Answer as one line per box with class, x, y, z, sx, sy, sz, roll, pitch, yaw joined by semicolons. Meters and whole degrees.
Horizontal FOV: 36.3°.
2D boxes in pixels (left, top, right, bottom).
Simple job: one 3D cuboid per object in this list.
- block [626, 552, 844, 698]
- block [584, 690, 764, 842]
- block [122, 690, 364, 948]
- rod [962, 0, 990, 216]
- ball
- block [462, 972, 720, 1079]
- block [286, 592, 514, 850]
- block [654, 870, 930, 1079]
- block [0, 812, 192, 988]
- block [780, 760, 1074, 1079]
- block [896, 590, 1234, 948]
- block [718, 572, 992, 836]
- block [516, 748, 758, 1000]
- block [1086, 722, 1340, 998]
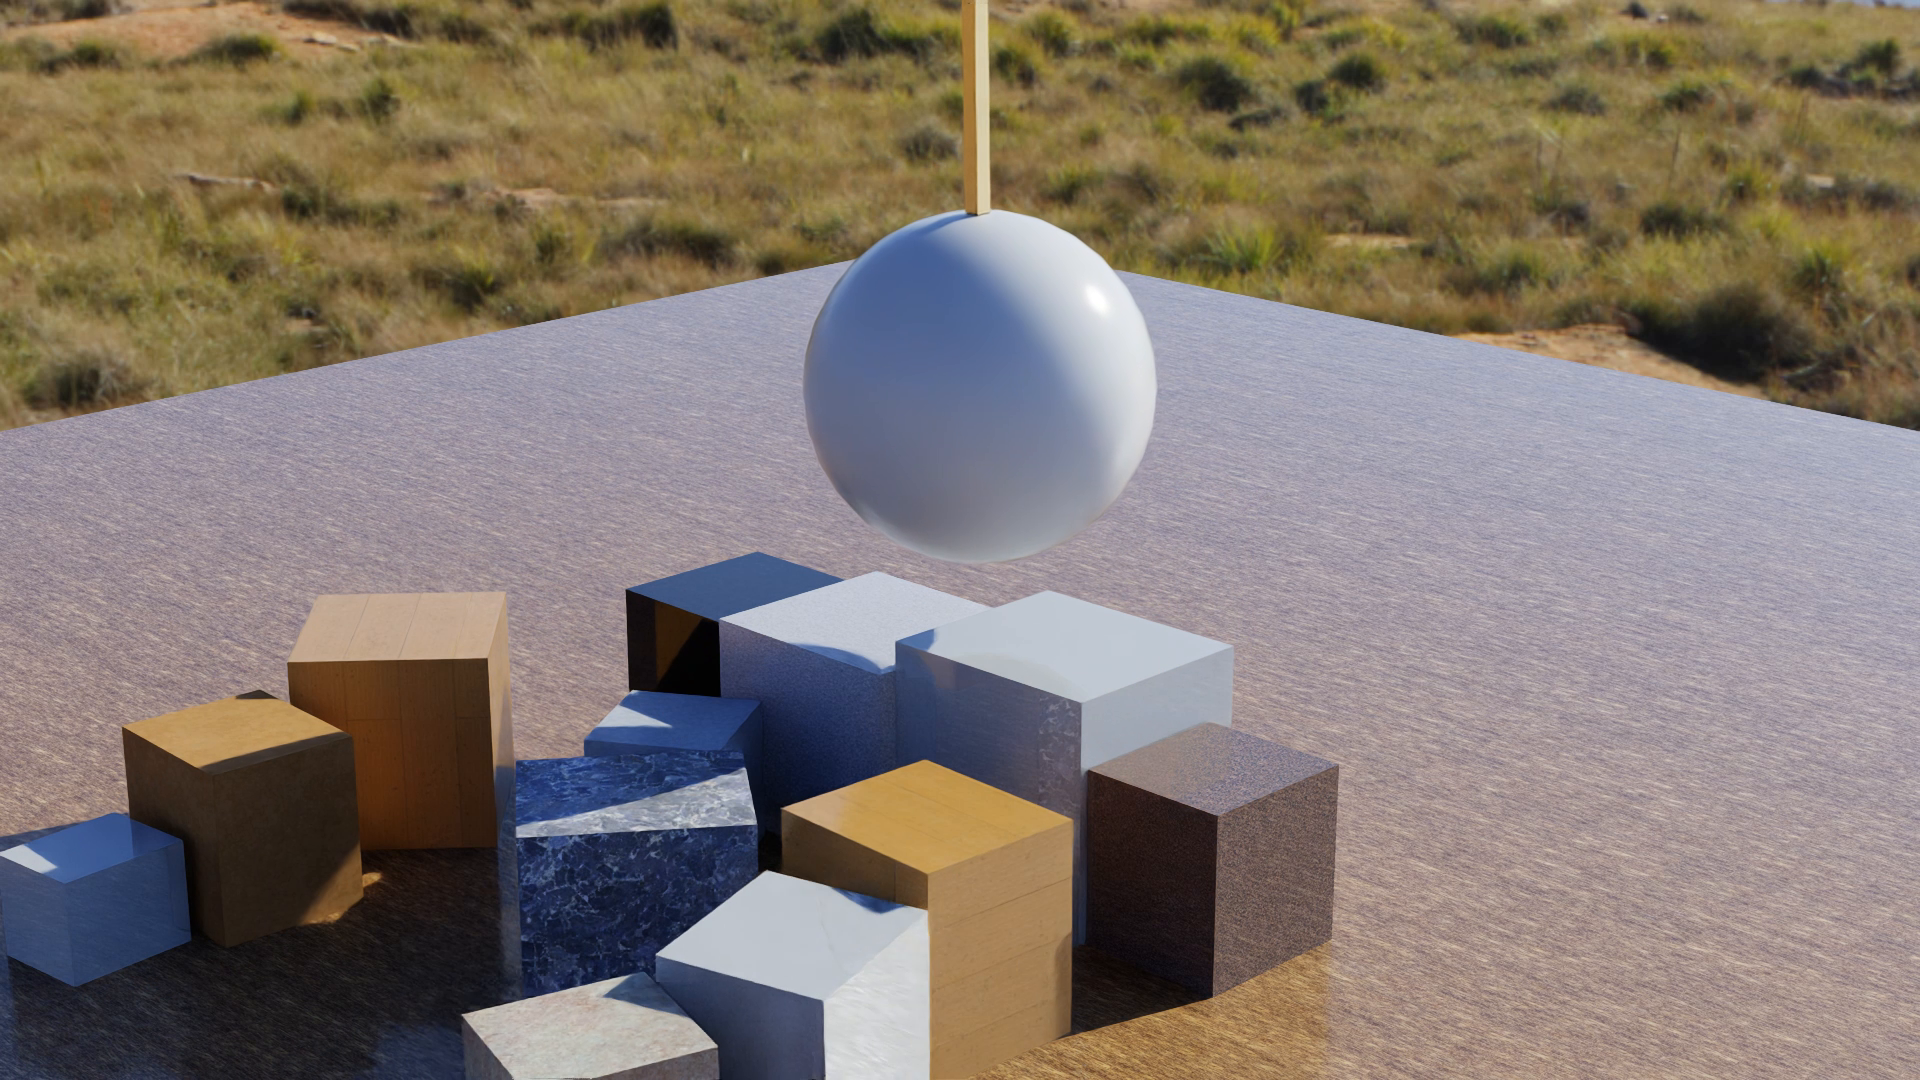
block;-1.066;0.677;14.645;0.867;0.928;0.793;-17;24;-42
block;-1.311;1.149;13.554;0.638;0.679;0.659;4;18;13
block;-3.200;1.229;13.094;0.691;0.804;0.803;-15;23;-40
rod;0.039;-3.917;12.152;0.080;5.200;0.080;17;25;42
ball;0.090;-0.689;13.220;1.600;1.600;1.600;0;17;0
block;-1.329;2.073;10.597;0.715;0.672;0.667;-10;21;-27
block;-2.657;0.854;14.057;0.913;0.941;0.971;-1;17;-3
block;-0.621;1.833;11.101;0.724;0.778;0.776;11;23;26
block;-3.730;1.542;12.647;0.493;0.474;0.594;14;22;37
block;-0.134;1.544;11.865;0.782;0.940;0.878;-15;23;-40
block;0.465;1.003;13.264;1.124;1.133;1.011;16;24;42
block;-0.387;0.851;13.992;1.103;0.987;1.028;17;24;42
block;-1.347;1.460;12.219;0.957;0.887;0.834;-2;18;-8
block;1.085;1.361;12.645;0.719;0.821;0.803;17;24;42
